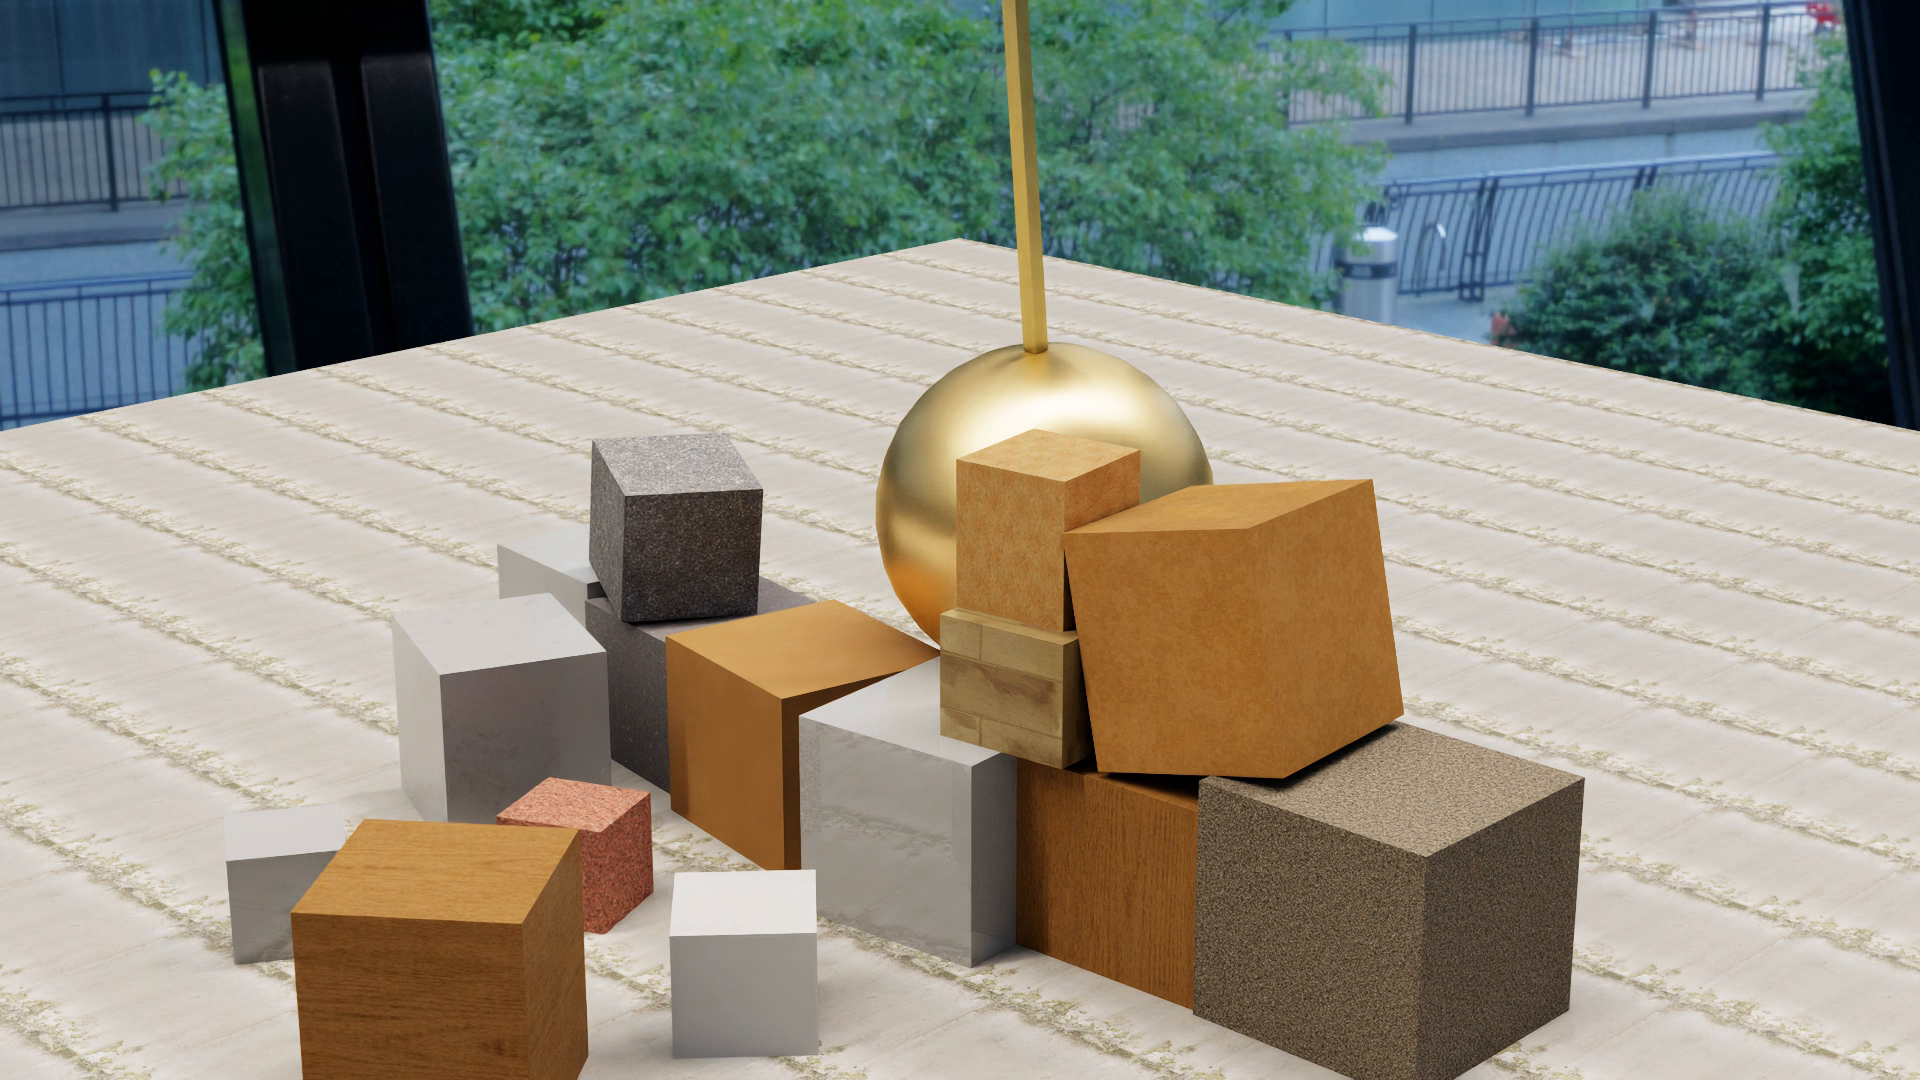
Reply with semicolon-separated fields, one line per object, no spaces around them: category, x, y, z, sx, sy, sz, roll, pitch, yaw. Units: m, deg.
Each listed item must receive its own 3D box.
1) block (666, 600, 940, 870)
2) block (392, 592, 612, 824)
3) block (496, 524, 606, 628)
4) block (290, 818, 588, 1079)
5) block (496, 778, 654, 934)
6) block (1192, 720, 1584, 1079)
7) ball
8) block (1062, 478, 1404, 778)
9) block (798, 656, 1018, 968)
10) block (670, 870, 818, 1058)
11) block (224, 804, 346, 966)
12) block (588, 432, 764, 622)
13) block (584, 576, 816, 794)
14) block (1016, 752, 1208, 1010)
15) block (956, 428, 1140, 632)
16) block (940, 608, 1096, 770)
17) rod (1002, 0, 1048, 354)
block;-0.709;0.926;13.909;0.953;0.892;1.047;-12;21;-33
block;-2.198;0.871;14.054;0.792;0.911;0.944;-8;19;-23
block;-1.819;0.453;15.450;0.864;0.872;0.871;-14;22;-37
block;-1.969;1.715;11.245;0.866;0.985;0.884;2;18;6
block;-1.711;1.402;13.072;0.511;0.486;0.486;6;19;20
block;1.742;1.459;11.972;1.105;1.038;1.105;16;23;41
ball;0.401;-0.128;13.722;1.600;1.600;1.600;0;17;0
block;1.147;0.355;12.211;0.915;1.016;0.961;-2;12;39
block;-0.010;1.178;13.049;0.956;0.928;1.031;13;22;36
block;-0.874;1.724;11.962;0.582;0.538;0.613;-1;17;-3
block;-2.928;1.495;12.781;0.502;0.484;0.524;-4;18;-14
block;-1.429;-0.072;14.653;0.688;0.668;0.771;-3;24;-19
block;-1.230;0.714;14.759;0.927;0.788;0.964;-12;21;-34
block;0.945;1.320;12.667;0.989;0.886;1.000;15;23;39
block;0.375;-0.050;12.476;0.550;0.656;0.572;13;22;34
block;0.354;0.563;12.543;0.642;0.549;0.606;13;22;36
rod;0.174;-3.289;12.491;0.080;5.200;0.080;17;29;42
